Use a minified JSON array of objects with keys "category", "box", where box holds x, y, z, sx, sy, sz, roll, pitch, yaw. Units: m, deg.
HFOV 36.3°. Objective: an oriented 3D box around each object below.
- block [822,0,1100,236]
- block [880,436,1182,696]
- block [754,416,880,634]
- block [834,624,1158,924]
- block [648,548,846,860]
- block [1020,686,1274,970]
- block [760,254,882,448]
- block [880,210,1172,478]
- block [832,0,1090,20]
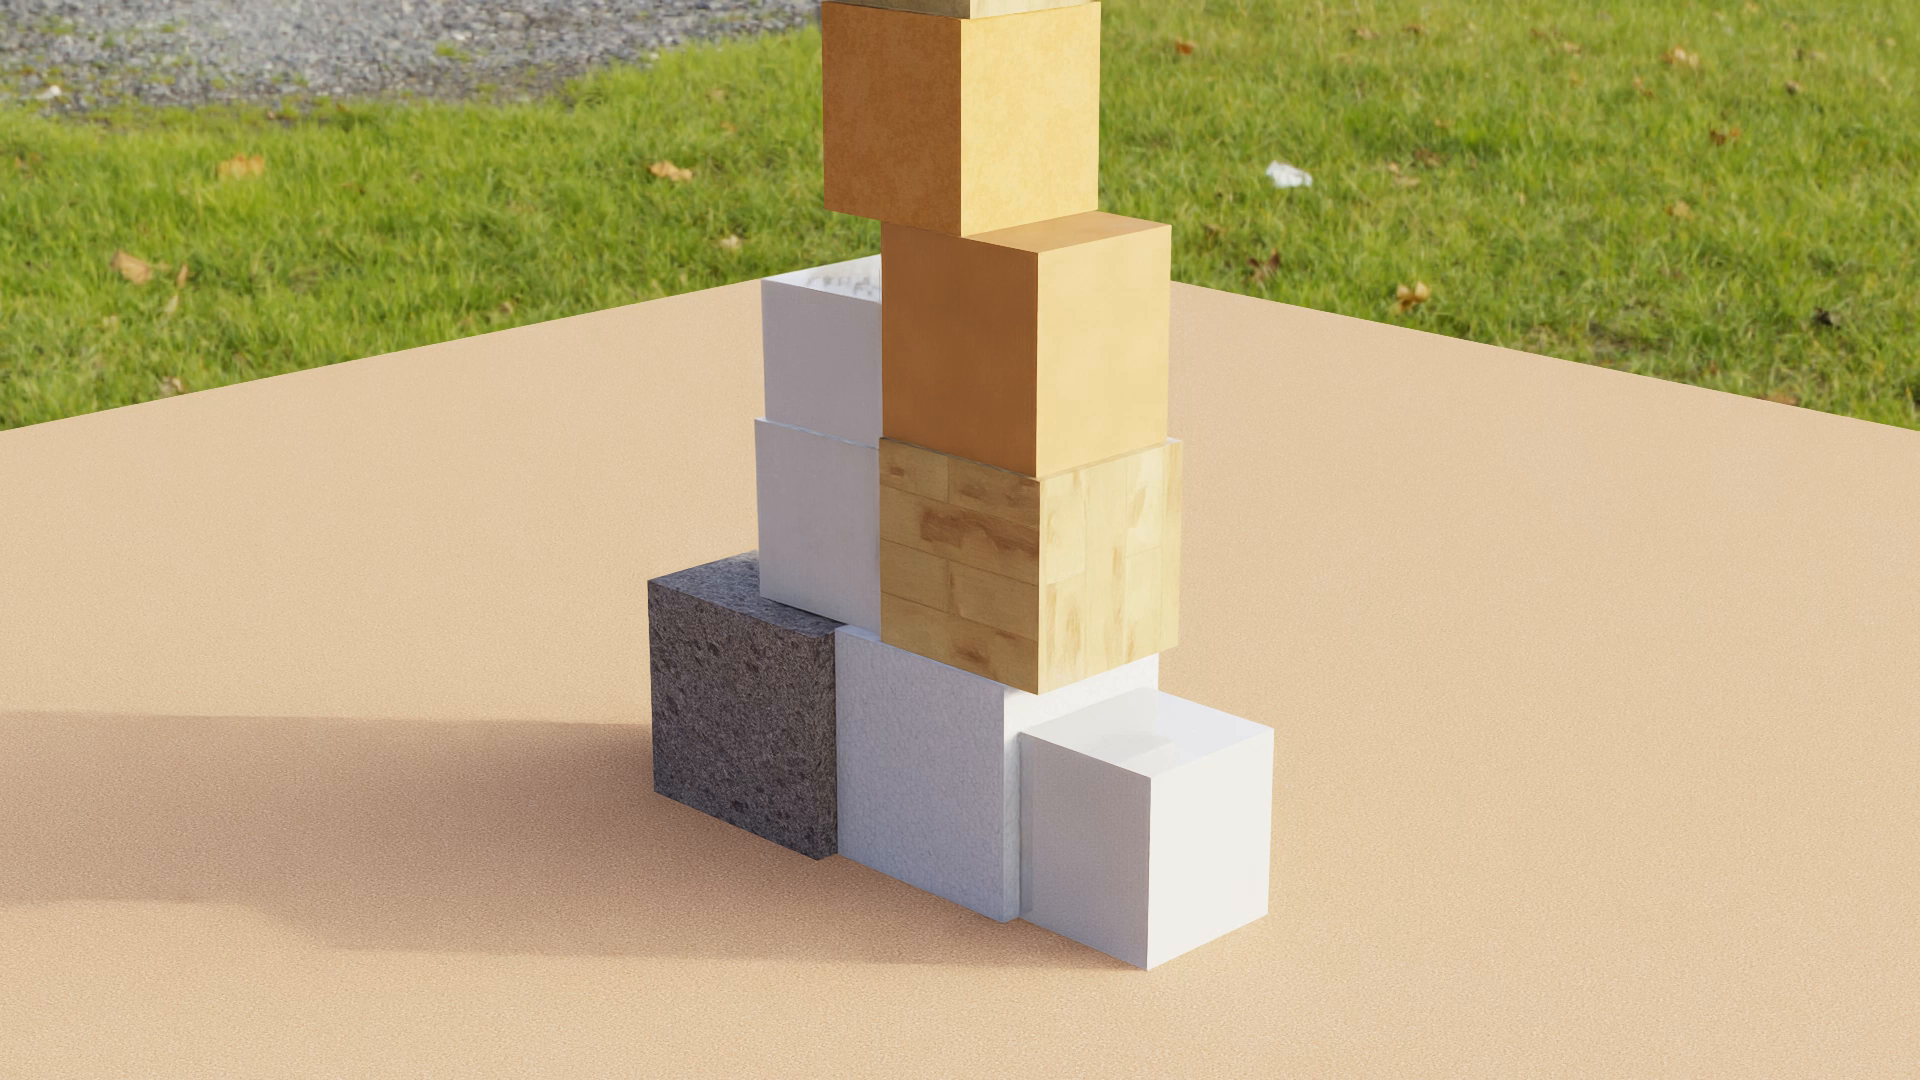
[{"category":"block","box":[0.004,-1.886,12.753,0.848,0.906,0.852,-17,24,-42]},{"category":"block","box":[0.310,0.012,13.009,0.907,0.951,0.976,-17,24,-42]},{"category":"block","box":[-0.353,-0.146,13.669,0.801,0.863,0.882,-17,23,-42]},{"category":"block","box":[0.167,0.942,13.491,1.008,1.113,1.076,-17,24,-42]},{"category":"block","box":[-0.653,0.712,14.253,1.214,1.094,1.189,-17,24,-42]},{"category":"block","box":[0.817,1.249,12.896,0.807,0.884,0.756,-17,24,-42]},{"category":"block","box":[-0.352,-0.873,13.433,0.747,0.666,0.817,-17,23,-42]},{"category":"block","box":[0.282,-0.905,12.741,0.828,0.958,0.934,-17,24,-42]},{"category":"block","box":[-0.011,-2.697,12.483,0.727,0.804,0.880,-17,24,-42]}]
